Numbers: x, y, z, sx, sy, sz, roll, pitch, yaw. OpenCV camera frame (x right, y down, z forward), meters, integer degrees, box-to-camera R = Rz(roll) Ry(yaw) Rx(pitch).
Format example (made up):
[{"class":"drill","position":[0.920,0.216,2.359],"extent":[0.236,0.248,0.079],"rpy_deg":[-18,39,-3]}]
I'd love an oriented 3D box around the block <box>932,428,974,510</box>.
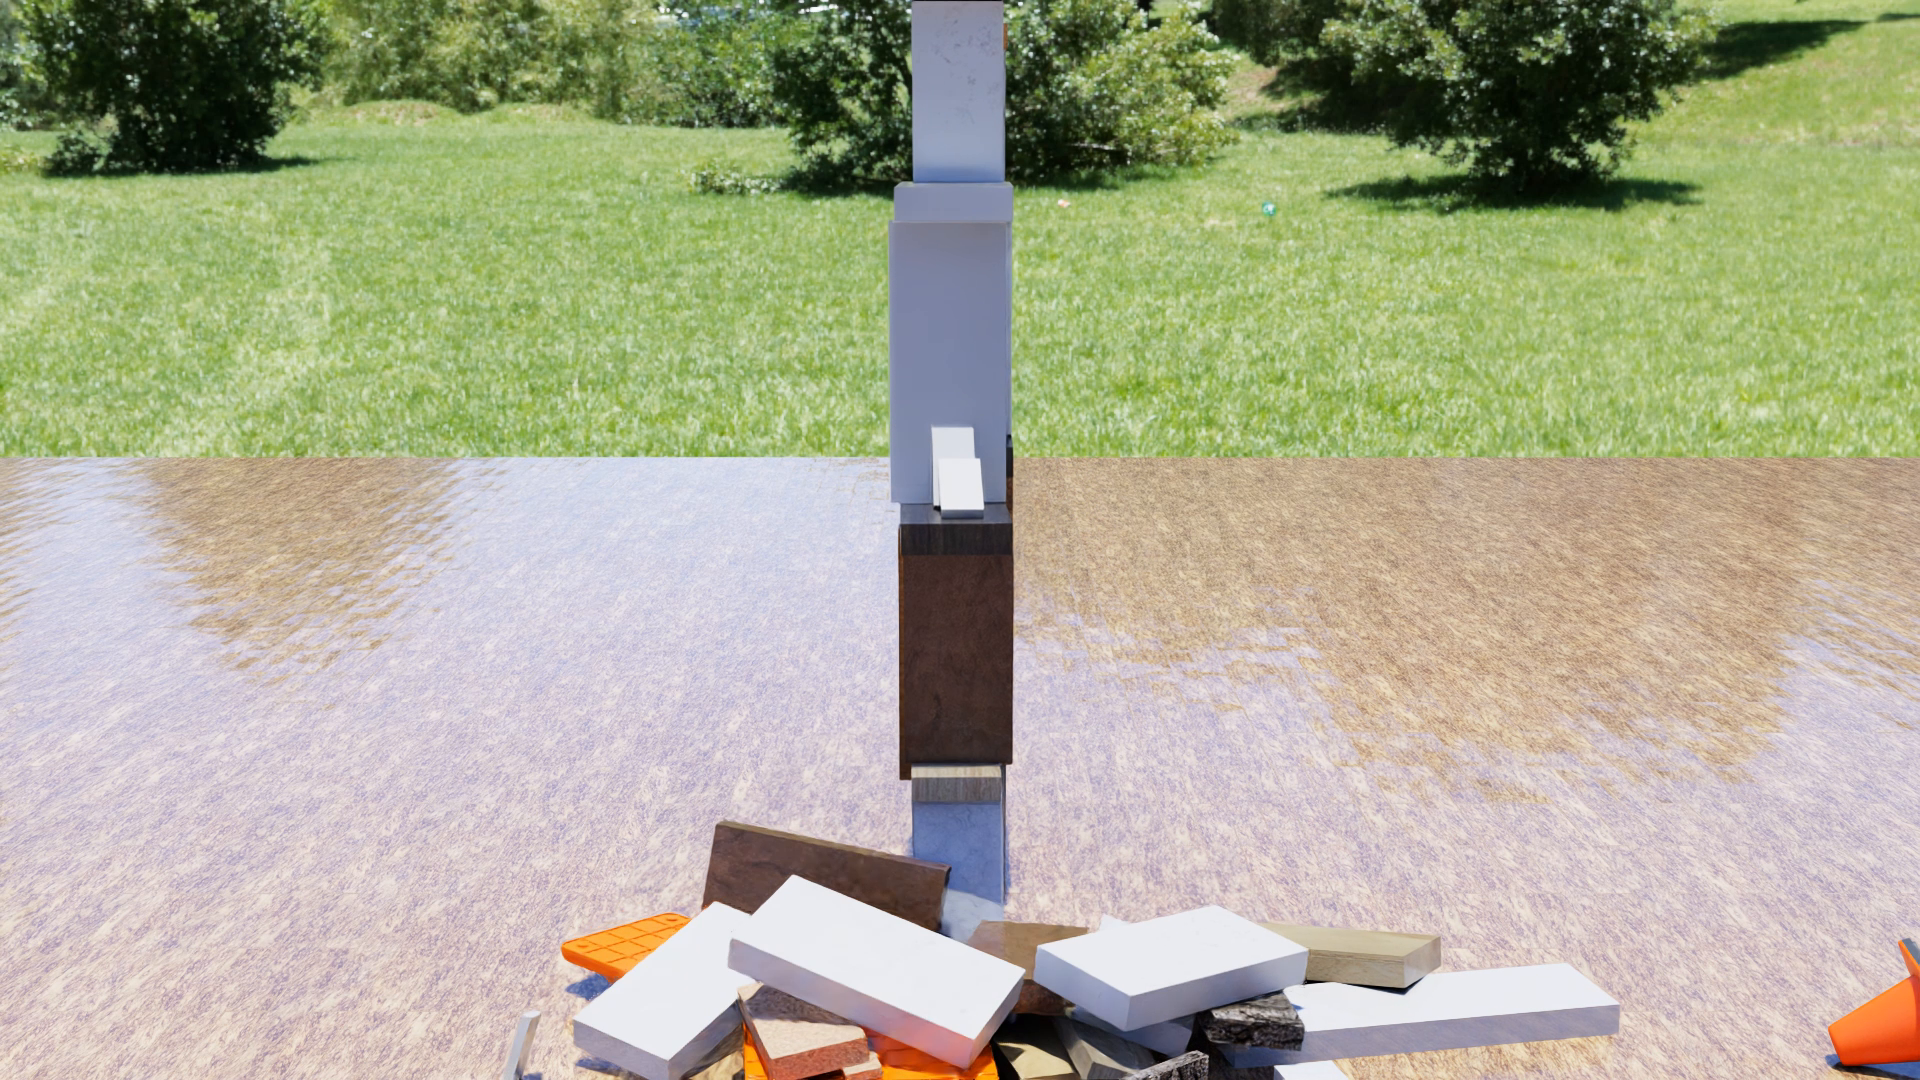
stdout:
[{"class":"block","position":[-0.010,-0.110,3.372],"extent":[0.063,0.127,0.018],"rpy_deg":[0,-20,-3]}]

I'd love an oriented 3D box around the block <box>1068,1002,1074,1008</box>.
[{"class":"block","position":[0.161,0.655,3.144],"extent":[0.081,0.023,0.163],"rpy_deg":[10,1,6]}]

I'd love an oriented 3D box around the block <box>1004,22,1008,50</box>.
[{"class":"block","position":[0.004,-0.898,3.948],"extent":[0.156,0.044,0.311],"rpy_deg":[0,11,0]}]

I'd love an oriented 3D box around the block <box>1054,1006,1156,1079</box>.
[{"class":"block","position":[0.200,0.686,2.934],"extent":[0.109,0.031,0.218],"rpy_deg":[19,4,-10]}]

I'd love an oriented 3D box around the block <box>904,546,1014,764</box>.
[{"class":"block","position":[-0.002,0.175,3.316],"extent":[0.164,0.328,0.046],"rpy_deg":[0,14,0]}]

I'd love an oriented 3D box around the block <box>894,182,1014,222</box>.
[{"class":"block","position":[-0.008,-0.539,3.492],"extent":[0.180,0.051,0.359],"rpy_deg":[0,10,0]}]

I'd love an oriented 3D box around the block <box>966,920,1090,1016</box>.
[{"class":"block","position":[0.086,0.607,3.137],"extent":[0.162,0.046,0.325],"rpy_deg":[2,4,9]}]

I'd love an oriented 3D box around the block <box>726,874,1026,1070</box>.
[{"class":"block","position":[-0.111,0.570,2.925],"extent":[0.354,0.050,0.177],"rpy_deg":[19,26,17]}]

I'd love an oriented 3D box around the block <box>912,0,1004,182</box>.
[{"class":"block","position":[-0.004,-0.730,3.573],"extent":[0.147,0.294,0.042],"rpy_deg":[0,24,0]}]

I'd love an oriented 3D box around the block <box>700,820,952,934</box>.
[{"class":"block","position":[-0.204,0.542,3.287],"extent":[0.354,0.177,0.050],"rpy_deg":[10,2,8]}]

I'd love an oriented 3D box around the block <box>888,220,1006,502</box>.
[{"class":"block","position":[-0.021,-0.277,3.415],"extent":[0.180,0.434,0.051],"rpy_deg":[-1,6,-4]}]

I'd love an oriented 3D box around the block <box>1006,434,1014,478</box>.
[{"class":"block","position":[0.000,-0.155,3.683],"extent":[0.172,0.049,0.345],"rpy_deg":[0,10,0]}]

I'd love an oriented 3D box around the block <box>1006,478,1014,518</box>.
[{"class":"block","position":[0.000,0.128,3.617],"extent":[0.172,0.484,0.049],"rpy_deg":[0,10,0]}]

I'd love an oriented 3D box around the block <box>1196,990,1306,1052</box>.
[{"class":"block","position":[0.377,0.623,3.076],"extent":[0.125,0.035,0.317],"rpy_deg":[8,12,-8]}]

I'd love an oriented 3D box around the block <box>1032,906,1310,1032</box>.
[{"class":"block","position":[0.291,0.580,3.003],"extent":[0.354,0.050,0.177],"rpy_deg":[-3,16,-41]}]

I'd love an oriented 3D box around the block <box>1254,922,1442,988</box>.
[{"class":"block","position":[0.534,0.613,3.265],"extent":[0.319,0.045,0.159],"rpy_deg":[-2,1,31]}]

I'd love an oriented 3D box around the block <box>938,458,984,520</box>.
[{"class":"block","position":[0.001,-0.078,3.307],"extent":[0.063,0.018,0.127],"rpy_deg":[0,38,-3]}]

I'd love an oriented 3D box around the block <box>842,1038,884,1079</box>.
[{"class":"block","position":[-0.131,0.674,2.847],"extent":[0.047,0.013,0.094],"rpy_deg":[-10,13,-10]}]

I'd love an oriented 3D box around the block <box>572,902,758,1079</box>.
[{"class":"block","position":[-0.373,0.629,3.077],"extent":[0.162,0.046,0.325],"rpy_deg":[16,29,27]}]

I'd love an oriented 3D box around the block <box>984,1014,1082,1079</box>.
[{"class":"block","position":[0.104,0.699,2.999],"extent":[0.109,0.031,0.218],"rpy_deg":[-3,11,-15]}]

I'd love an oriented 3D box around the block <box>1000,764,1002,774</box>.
[{"class":"block","position":[-0.002,0.487,3.484],"extent":[0.134,0.267,0.038],"rpy_deg":[0,4,0]}]

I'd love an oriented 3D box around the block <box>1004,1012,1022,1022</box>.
[{"class":"block","position":[0.051,0.647,3.157],"extent":[0.109,0.031,0.218],"rpy_deg":[-1,2,15]}]

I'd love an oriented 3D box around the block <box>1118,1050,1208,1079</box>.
[{"class":"block","position":[0.251,0.711,2.795],"extent":[0.162,0.081,0.023],"rpy_deg":[-9,14,-39]}]

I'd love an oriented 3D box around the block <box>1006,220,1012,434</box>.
[{"class":"block","position":[-0.004,-0.354,3.626],"extent":[0.180,0.359,0.051],"rpy_deg":[0,4,0]}]

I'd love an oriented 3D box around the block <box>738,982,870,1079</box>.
[{"class":"block","position":[-0.211,0.643,2.923],"extent":[0.125,0.035,0.250],"rpy_deg":[-10,13,-14]}]

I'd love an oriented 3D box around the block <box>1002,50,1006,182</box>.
[{"class":"block","position":[0.002,-0.705,3.878],"extent":[0.156,0.311,0.044],"rpy_deg":[0,10,0]}]

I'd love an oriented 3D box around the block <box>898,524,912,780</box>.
[{"class":"block","position":[-0.016,0.181,3.533],"extent":[0.164,0.412,0.046],"rpy_deg":[0,11,-1]}]

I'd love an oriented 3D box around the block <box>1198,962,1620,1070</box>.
[{"class":"block","position":[0.634,0.670,3.112],"extent":[0.567,0.045,0.159],"rpy_deg":[-2,11,-12]}]

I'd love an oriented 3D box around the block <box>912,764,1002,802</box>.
[{"class":"block","position":[-0.008,0.346,3.399],"extent":[0.134,0.038,0.267],"rpy_deg":[0,10,-1]}]

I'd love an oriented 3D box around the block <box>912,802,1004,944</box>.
[{"class":"block","position":[-0.003,0.516,3.328],"extent":[0.134,0.267,0.038],"rpy_deg":[-1,2,-6]}]

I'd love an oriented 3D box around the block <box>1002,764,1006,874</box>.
[{"class":"block","position":[-0.001,0.412,3.761],"extent":[0.158,0.316,0.045],"rpy_deg":[0,11,0]}]

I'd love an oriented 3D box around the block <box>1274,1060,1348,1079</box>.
[{"class":"block","position":[0.476,0.727,2.871],"extent":[0.081,0.023,0.162],"rpy_deg":[-2,11,-12]}]

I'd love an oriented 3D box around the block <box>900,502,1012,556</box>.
[{"class":"block","position":[-0.010,-0.027,3.382],"extent":[0.164,0.046,0.328],"rpy_deg":[0,9,-2]}]

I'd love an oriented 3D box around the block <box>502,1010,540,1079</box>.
[{"class":"block","position":[-0.584,0.676,2.925],"extent":[0.013,0.094,0.047],"rpy_deg":[16,-2,7]}]

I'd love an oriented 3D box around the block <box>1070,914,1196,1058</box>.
[{"class":"block","position":[0.256,0.630,3.122],"extent":[0.159,0.045,0.319],"rpy_deg":[20,11,6]}]
